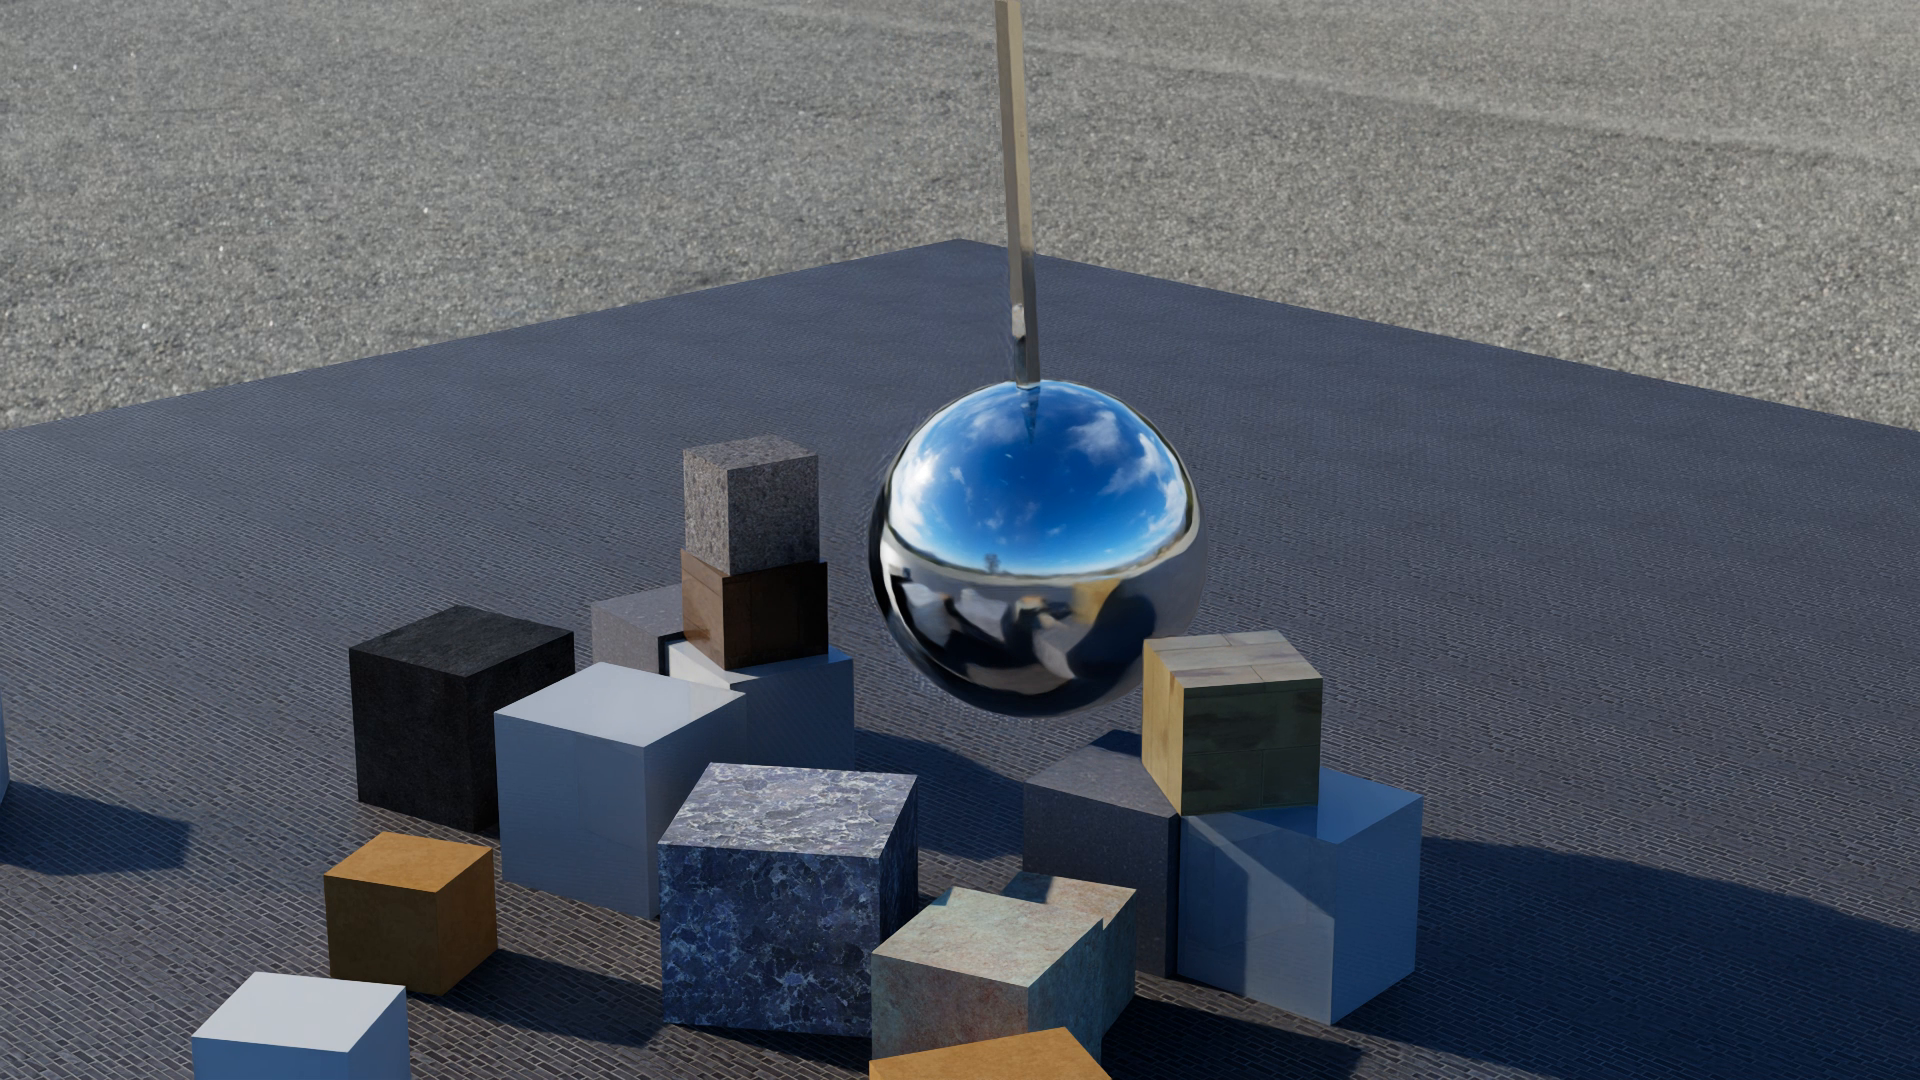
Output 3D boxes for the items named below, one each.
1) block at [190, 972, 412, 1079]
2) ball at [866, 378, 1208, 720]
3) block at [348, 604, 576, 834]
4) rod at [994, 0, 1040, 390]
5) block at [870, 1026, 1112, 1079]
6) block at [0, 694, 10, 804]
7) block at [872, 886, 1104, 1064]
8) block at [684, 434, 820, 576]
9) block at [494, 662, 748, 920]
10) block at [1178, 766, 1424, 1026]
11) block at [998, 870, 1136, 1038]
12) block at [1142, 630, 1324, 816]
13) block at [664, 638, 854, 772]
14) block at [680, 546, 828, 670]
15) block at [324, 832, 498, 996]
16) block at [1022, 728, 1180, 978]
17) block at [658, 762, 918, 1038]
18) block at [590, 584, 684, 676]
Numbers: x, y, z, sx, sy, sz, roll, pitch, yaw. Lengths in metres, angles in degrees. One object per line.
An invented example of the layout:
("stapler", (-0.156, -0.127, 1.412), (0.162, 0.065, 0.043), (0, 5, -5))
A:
("block", (-2.477, 2.012, 11.084), (0.616, 0.514, 0.555), (4, 18, 11))
("ball", (0.361, 0.038, 13.732), (1.600, 1.600, 1.600), (0, 17, 0))
("block", (-2.407, 0.859, 14.289), (0.748, 0.792, 0.775), (11, 21, 31))
("rod", (0.157, -3.133, 12.521), (0.080, 5.200, 0.080), (17, 29, 42))
("block", (0.141, 2.191, 10.352), (0.752, 0.612, 0.633), (-6, 19, -20))
("block", (-4.956, 1.018, 14.180), (0.574, 0.555, 0.520), (-3, 18, -9))
("block", (0.111, 1.835, 11.419), (0.661, 0.652, 0.692), (8, 19, 25))
("block", (-1.018, -0.177, 14.319), (0.500, 0.527, 0.448), (-11, 21, -31))
("block", (-1.534, 1.128, 13.389), (0.834, 0.820, 0.780), (10, 20, 29))
("block", (1.431, 1.456, 12.368), (0.768, 0.806, 0.663), (14, 22, 37))
("block", (0.396, 1.721, 12.064), (0.515, 0.483, 0.522), (7, 19, 21))
("block", (1.133, 0.761, 12.300), (0.591, 0.562, 0.607), (-4, 18, -11))
("block", (-0.997, 0.850, 14.576), (0.682, 0.639, 0.703), (-11, 20, -30))
("block", (-1.015, 0.298, 14.475), (0.552, 0.473, 0.537), (-9, 19, -25))
("block", (-2.337, 1.587, 12.505), (0.534, 0.473, 0.491), (6, 18, 19))
("block", (0.783, 1.354, 12.812), (0.721, 0.734, 0.760), (11, 21, 32))
("block", (-0.699, 1.492, 12.272), (0.907, 0.795, 0.888), (3, 18, 9))
("block", (-1.436, 0.663, 15.113), (0.665, 0.672, 0.654), (-13, 22, -35))
